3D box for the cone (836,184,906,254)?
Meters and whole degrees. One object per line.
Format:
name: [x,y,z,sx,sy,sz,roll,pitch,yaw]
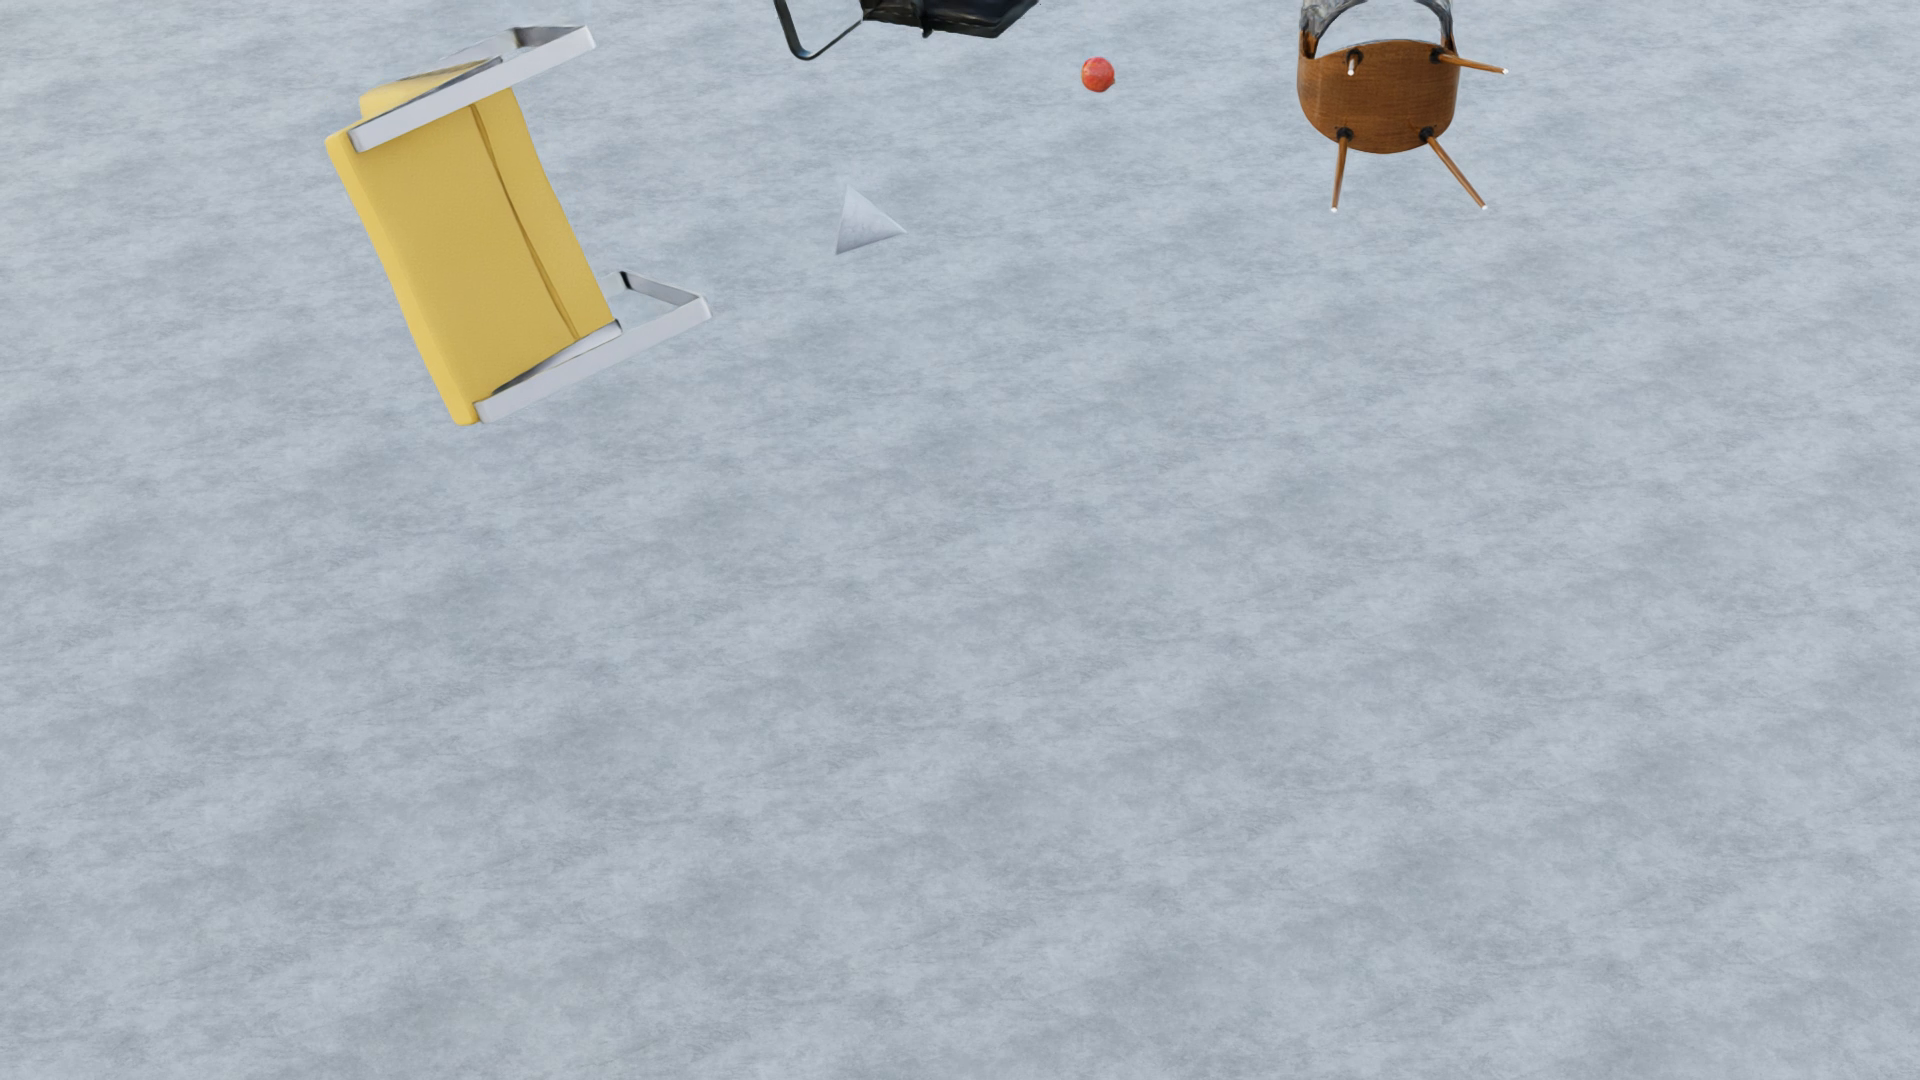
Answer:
cone: [-0.253,-0.934,8.714,0.200,0.217,0.183,10,25,-3]
